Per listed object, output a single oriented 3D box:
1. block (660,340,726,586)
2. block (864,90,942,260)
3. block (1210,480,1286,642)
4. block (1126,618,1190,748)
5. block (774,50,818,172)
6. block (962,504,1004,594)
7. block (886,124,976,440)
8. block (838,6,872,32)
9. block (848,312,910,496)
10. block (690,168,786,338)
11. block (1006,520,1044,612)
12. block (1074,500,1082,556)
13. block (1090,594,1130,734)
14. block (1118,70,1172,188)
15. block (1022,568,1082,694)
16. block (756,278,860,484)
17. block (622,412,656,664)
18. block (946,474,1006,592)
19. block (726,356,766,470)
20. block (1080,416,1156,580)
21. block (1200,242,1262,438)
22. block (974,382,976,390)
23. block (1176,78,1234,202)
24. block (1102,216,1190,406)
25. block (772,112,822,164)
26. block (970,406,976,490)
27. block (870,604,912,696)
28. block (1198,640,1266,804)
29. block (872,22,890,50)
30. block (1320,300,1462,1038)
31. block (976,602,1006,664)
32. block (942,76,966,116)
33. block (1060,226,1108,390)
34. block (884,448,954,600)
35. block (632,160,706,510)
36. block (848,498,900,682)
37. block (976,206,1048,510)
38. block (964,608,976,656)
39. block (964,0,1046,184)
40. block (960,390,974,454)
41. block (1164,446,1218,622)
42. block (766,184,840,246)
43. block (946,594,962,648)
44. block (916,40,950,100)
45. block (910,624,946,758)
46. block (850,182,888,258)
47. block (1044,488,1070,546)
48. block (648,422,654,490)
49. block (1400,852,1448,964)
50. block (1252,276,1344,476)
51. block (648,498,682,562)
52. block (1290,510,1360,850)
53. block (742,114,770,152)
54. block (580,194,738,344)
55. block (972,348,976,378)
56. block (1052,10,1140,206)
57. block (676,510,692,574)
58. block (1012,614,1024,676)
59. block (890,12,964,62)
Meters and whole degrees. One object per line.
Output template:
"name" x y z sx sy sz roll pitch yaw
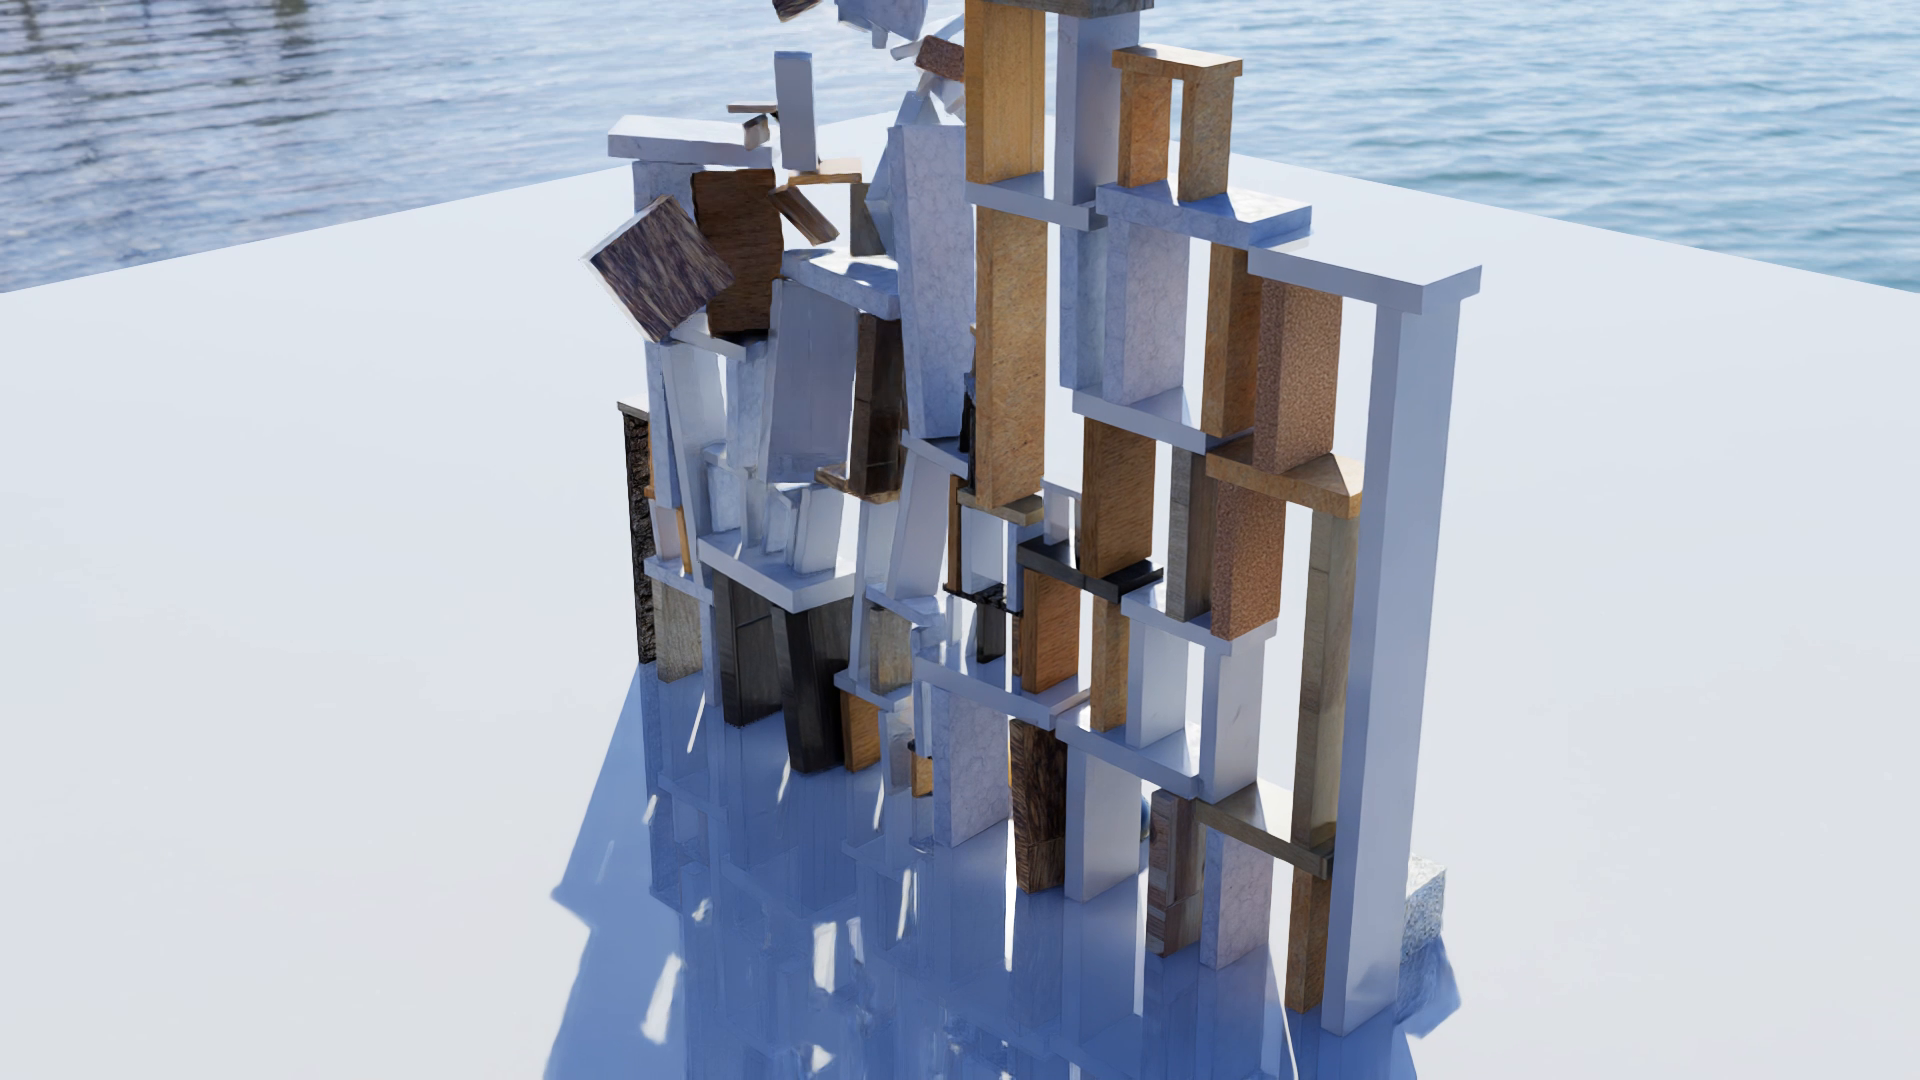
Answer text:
"block" -0.550 -0.172 4.724 0.120 0.541 0.034 -24 28 -38
"block" -0.103 -0.741 4.453 0.046 0.163 0.327 1 51 22
"block" 0.486 0.016 3.693 0.040 0.282 0.141 21 31 40
"block" 0.354 0.239 3.934 0.124 0.248 0.035 -21 31 -40
"block" -0.317 -0.828 4.261 0.069 0.340 0.020 3 63 0
"block" 0.043 0.007 4.149 0.025 0.175 0.087 20 30 41
"block" -0.040 -0.497 4.242 0.163 0.595 0.046 -8 5 -40
"block" -0.201 -1.066 4.286 0.069 0.138 0.020 10 -9 -40
"block" -0.126 -0.277 4.355 0.178 0.356 0.050 -11 23 -42
"block" -0.448 -0.592 4.527 0.169 0.338 0.048 -6 -8 -15
"block" 0.127 0.038 4.073 0.087 0.175 0.025 -20 30 -40
"block" 0.229 -0.028 3.965 0.015 0.108 0.054 19 29 40
"block" 0.293 0.206 3.986 0.123 0.266 0.035 -20 30 -39
"block" 0.303 -0.681 3.602 0.096 0.192 0.027 -21 32 -40
"block" 0.171 0.152 4.083 0.035 0.247 0.123 20 30 38
"block" -0.309 -0.324 4.518 0.178 0.415 0.050 0 12 -28
"block" -0.709 -0.009 4.996 0.023 0.613 0.080 21 31 41
"block" 0.032 -0.017 4.212 0.110 0.220 0.031 -4 10 -33
"block" -0.429 -0.277 4.582 0.034 0.240 0.120 23 32 39
"block" 0.280 -0.092 3.880 0.042 0.295 0.148 22 31 40
"block" 0.467 -0.340 3.573 0.160 0.319 0.045 -21 32 -40
"block" 0.064 -0.312 4.035 0.052 0.103 0.015 -7 58 -22
"block" 0.393 -0.645 3.519 0.027 0.192 0.096 23 32 40
"block" 0.315 -0.400 3.711 0.160 0.320 0.045 -21 31 -40
"block" -0.326 -0.803 4.393 0.050 0.154 0.014 38 85 29
"block" 0.049 -0.177 4.093 0.067 0.159 0.019 -19 28 -39
"block" -0.141 0.216 4.474 0.026 0.184 0.092 19 28 41
"block" 0.473 0.305 3.836 0.124 0.294 0.035 -21 31 -40
"block" -0.145 -1.033 4.221 0.024 0.086 0.172 5 52 5
"block" 0.693 0.228 3.570 0.045 1.293 0.159 21 31 41
"block" 0.060 0.168 4.202 0.018 0.127 0.063 20 30 40
"block" -0.004 -0.836 4.053 0.060 0.017 0.120 -37 34 25
"block" 0.234 -0.413 3.786 0.040 0.284 0.142 20 30 41
"block" -0.074 -0.033 4.353 0.110 0.309 0.031 -6 24 -39
"block" -0.597 -0.445 4.680 0.048 0.749 0.169 14 26 33
"block" -0.174 0.095 4.493 0.026 0.386 0.092 20 24 39
"block" 0.093 -0.338 3.959 0.040 0.559 0.142 20 30 40
"block" 0.039 0.170 4.226 0.015 0.104 0.052 29 35 28
"block" 0.078 -0.781 3.787 0.044 0.310 0.155 20 30 40
"block" 0.039 -0.231 4.179 0.067 0.133 0.019 -3 25 -20
"block" 0.419 -0.029 3.756 0.042 0.314 0.148 21 31 40
"block" -0.322 -0.667 4.507 0.075 0.149 0.021 -6 46 50
"block" -0.012 0.150 4.274 0.015 0.104 0.052 8 23 18
"block" -0.047 -0.882 4.121 0.017 0.060 0.120 36 44 -20
"block" -0.052 0.295 4.408 0.092 0.274 0.026 -20 27 -40
"block" -0.184 -0.644 4.431 0.075 0.149 0.021 0 -5 2
"block" 0.176 -0.049 4.011 0.015 0.108 0.054 19 29 40
"block" -0.645 -0.193 4.840 0.080 0.159 0.023 -23 38 -40
"block" 0.786 0.661 4.021 0.141 0.141 0.141 20 30 38
"block" 0.541 -0.277 3.513 0.045 0.319 0.159 21 31 40
"block" -0.650 -0.032 4.908 0.072 0.144 0.020 -22 24 -41
"block" 0.623 0.217 3.639 0.141 0.610 0.040 -21 31 -40
"block" -0.405 -0.811 4.375 0.050 0.014 0.101 -30 -11 -10
"block" -0.595 -0.534 4.325 0.203 0.203 0.203 -39 16 -7
"block" 0.053 -0.343 4.097 0.052 0.103 0.015 -1 52 -9
"block" 0.227 -0.724 3.654 0.044 0.310 0.155 21 31 40
"block" -0.582 -0.006 4.845 0.072 0.144 0.020 -22 24 -41
"block" 0.124 0.188 4.152 0.018 0.127 0.063 18 29 37
"block" -0.056 -0.955 4.169 0.086 0.024 0.172 -9 24 32
